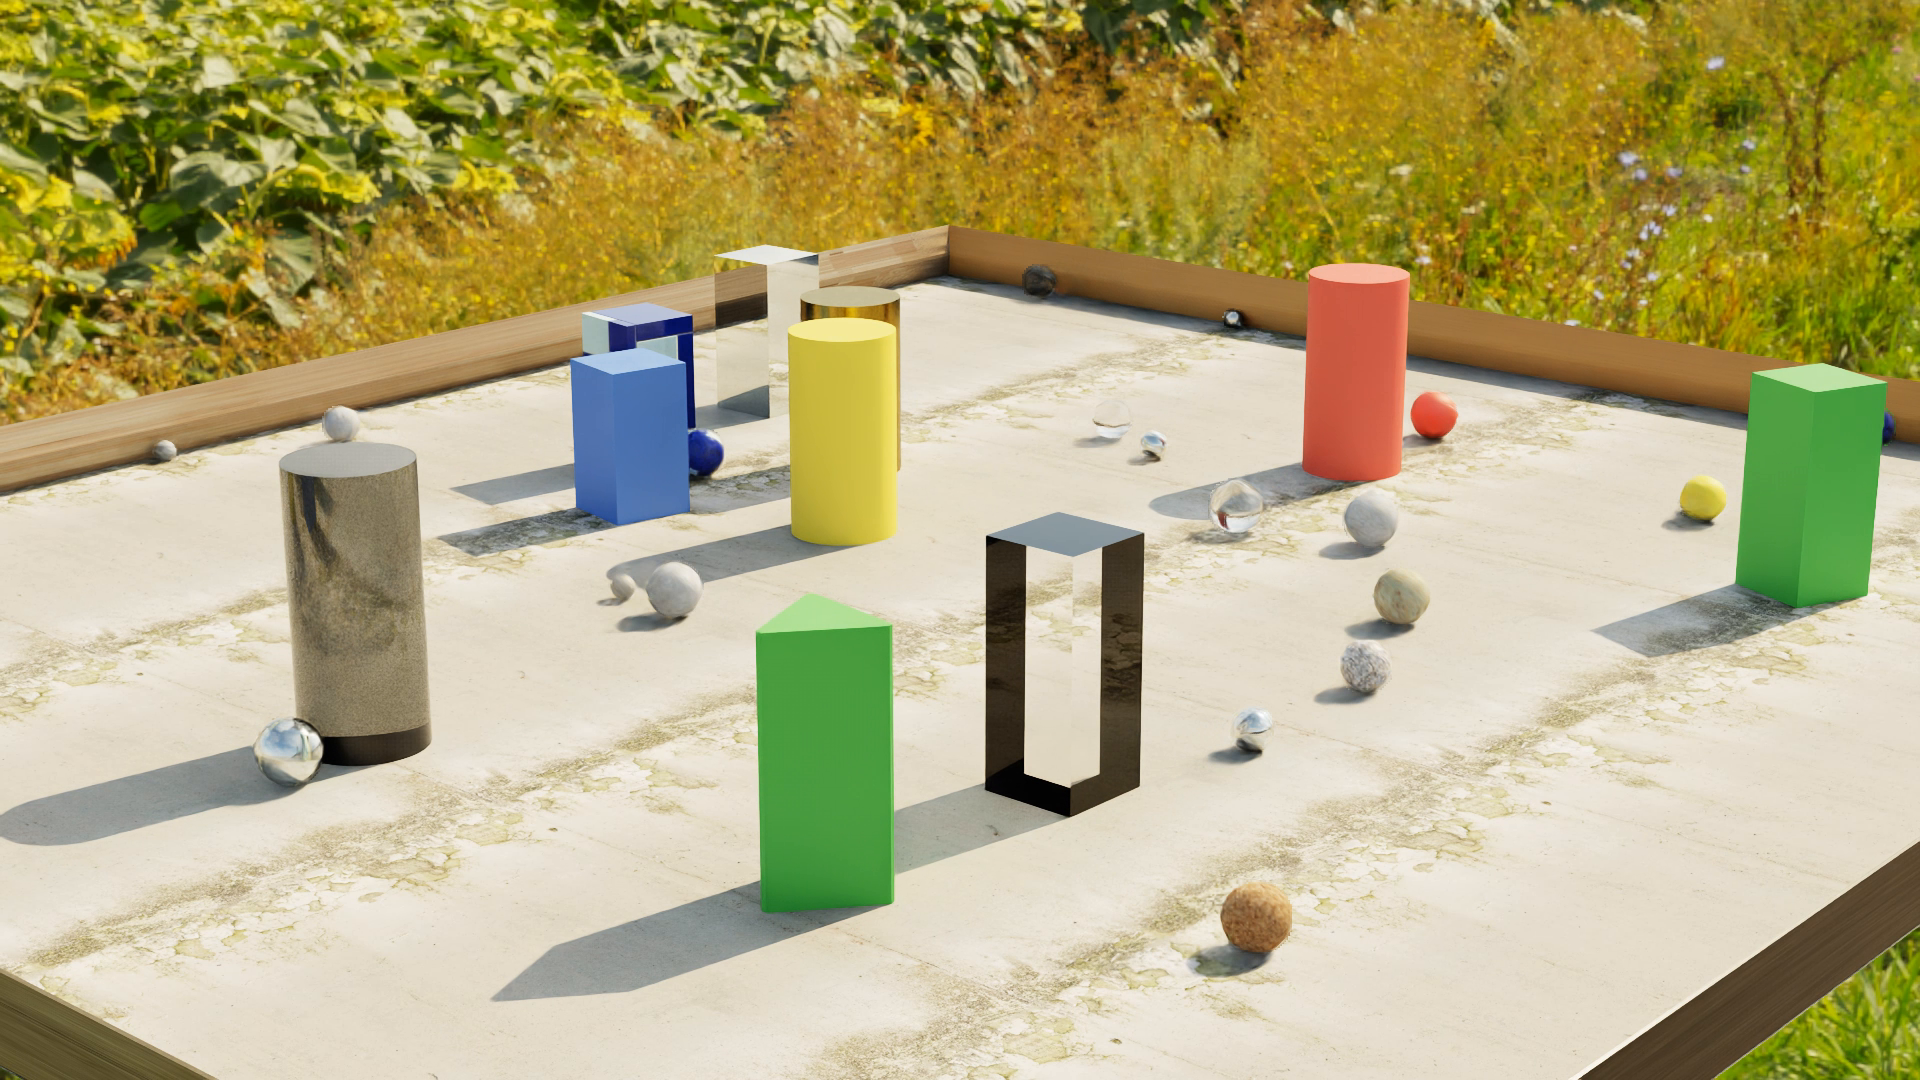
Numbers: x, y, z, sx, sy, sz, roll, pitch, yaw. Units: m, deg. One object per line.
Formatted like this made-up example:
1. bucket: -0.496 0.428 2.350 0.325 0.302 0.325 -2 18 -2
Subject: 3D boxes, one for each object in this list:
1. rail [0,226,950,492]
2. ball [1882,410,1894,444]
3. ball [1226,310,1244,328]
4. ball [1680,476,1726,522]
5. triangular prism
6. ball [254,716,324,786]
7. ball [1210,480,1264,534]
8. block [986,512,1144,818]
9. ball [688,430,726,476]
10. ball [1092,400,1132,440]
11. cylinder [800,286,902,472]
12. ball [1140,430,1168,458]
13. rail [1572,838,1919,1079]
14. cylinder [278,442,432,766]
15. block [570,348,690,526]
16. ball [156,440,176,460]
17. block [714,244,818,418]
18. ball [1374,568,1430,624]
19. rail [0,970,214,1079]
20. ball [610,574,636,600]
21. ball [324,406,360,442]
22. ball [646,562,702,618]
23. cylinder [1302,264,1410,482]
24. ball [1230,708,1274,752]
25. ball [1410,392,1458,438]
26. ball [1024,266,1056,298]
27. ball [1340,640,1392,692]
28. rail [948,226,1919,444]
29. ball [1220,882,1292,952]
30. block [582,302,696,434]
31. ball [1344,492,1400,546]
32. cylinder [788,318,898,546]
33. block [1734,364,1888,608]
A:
1. rail: -1.384 -0.314 6.271 0.045 0.130 4.184 14 22 39
2. ball: 1.901 -0.235 6.096 0.082 0.082 0.082 0 17 0
3. ball: 0.671 -0.539 7.169 0.045 0.045 0.045 0 17 0
4. ball: 1.411 -0.079 5.568 0.086 0.086 0.086 0 17 0
5. triangular prism: -0.185 0.277 3.868 0.173 0.386 0.150 -3 17 -10
6. ball: -0.976 0.307 4.264 0.100 0.100 0.100 0 17 0
7. ball: 0.518 -0.062 5.490 0.099 0.099 0.099 0 17 0
8. block: 0.149 0.176 4.202 0.160 0.386 0.160 14 22 39
9. ball: -0.517 -0.174 5.871 0.093 0.093 0.093 0 17 0
10. ball: 0.320 -0.253 6.153 0.083 0.083 0.083 0 17 0
11. cylinder: -0.219 -0.317 5.896 0.200 0.353 0.200 0 17 0
12. ball: 0.396 -0.195 6.002 0.058 0.058 0.058 0 17 0
13. rail: 1.384 0.379 3.969 0.045 0.130 4.184 14 22 39
14. cylinder: -0.900 0.094 4.375 0.200 0.444 0.200 0 17 0
15. block: -0.631 -0.200 5.609 0.160 0.294 0.160 -12 21 -35
16. ball: -1.624 -0.183 5.992 0.041 0.041 0.041 0 17 0
17. block: -0.419 -0.455 6.385 0.160 0.337 0.160 14 22 38
18. ball: 0.749 0.095 4.973 0.096 0.096 0.096 0 17 0
19. rail: -1.356 0.483 3.624 3.714 0.130 0.045 14 22 39
20. ball: -0.586 0.082 5.108 0.044 0.044 0.044 0 17 0
21. ball: -1.291 -0.242 6.130 0.074 0.074 0.074 0 17 0
22. ball: -0.488 0.085 5.011 0.094 0.094 0.094 0 17 0
23. cylinder: 0.793 -0.338 5.882 0.200 0.401 0.200 0 17 0
24. ball: 0.438 0.284 4.398 0.066 0.066 0.066 0 17 0
25. ball: 0.995 -0.263 6.160 0.099 0.099 0.099 0 17 0
26. ball: 0.205 -0.660 7.505 0.082 0.082 0.082 0 17 0
27. ball: 0.644 0.199 4.652 0.083 0.083 0.083 0 17 0
28. rail: 1.356 -0.418 6.615 3.714 0.130 0.045 14 22 39
29. ball: 0.375 0.478 3.715 0.089 0.089 0.089 0 17 0
30. block: -0.650 -0.307 5.944 0.160 0.307 0.160 -14 22 -39
31. ball: 0.760 -0.038 5.410 0.099 0.099 0.099 0 17 0
32. cylinder: -0.218 -0.203 5.461 0.200 0.386 0.200 0 17 0
33. block: 1.482 -0.097 5.111 0.160 0.384 0.160 -8 19 -25
